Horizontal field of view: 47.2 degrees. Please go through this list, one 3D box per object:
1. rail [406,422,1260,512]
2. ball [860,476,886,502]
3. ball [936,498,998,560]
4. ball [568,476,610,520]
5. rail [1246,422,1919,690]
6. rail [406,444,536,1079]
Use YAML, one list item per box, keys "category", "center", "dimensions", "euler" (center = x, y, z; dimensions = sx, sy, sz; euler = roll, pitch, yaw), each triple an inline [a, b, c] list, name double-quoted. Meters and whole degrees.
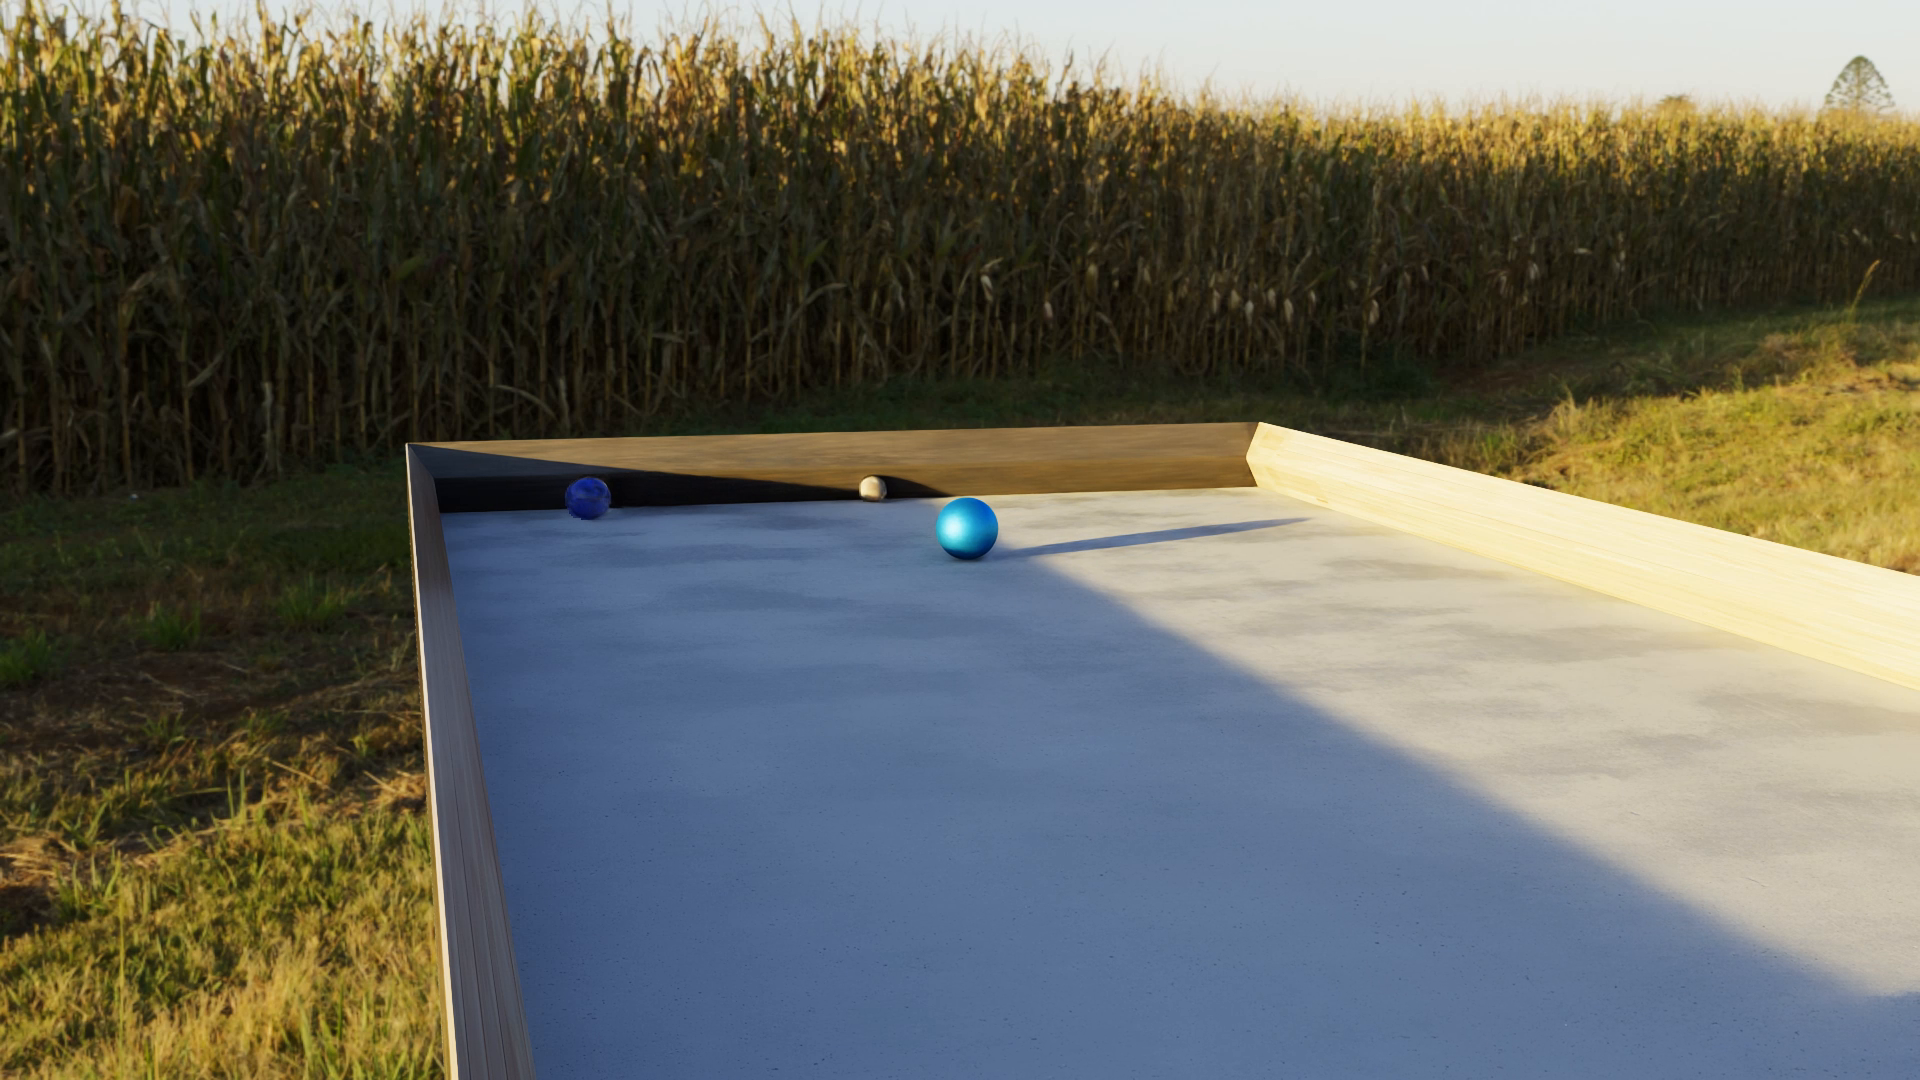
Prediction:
- category: "rail"
  center: [-0.193, -0.136, 4.099]
  dimensions: [1.626, 0.126, 0.045]
  euler: [-2, 9, -14]
- category: "ball"
  center: [-0.160, -0.094, 4.085]
  dimensions: [0.049, 0.049, 0.049]
  euler: [0, 8, 0]
- category: "ball"
  center: [0.011, -0.018, 3.399]
  dimensions: [0.097, 0.097, 0.097]
  euler: [0, 8, 0]
- category: "ball"
  center: [-0.649, -0.073, 3.851]
  dimensions: [0.075, 0.075, 0.075]
  euler: [0, 8, 0]
- category: "rail"
  center: [0.963, 0.056, 2.785]
  dimensions: [0.045, 0.126, 3.195]
  euler: [-2, 9, -14]
- category: "rail"
  center: [-0.566, 0.113, 2.396]
  dimensions: [0.045, 0.126, 3.195]
  euler: [-2, 9, -14]
